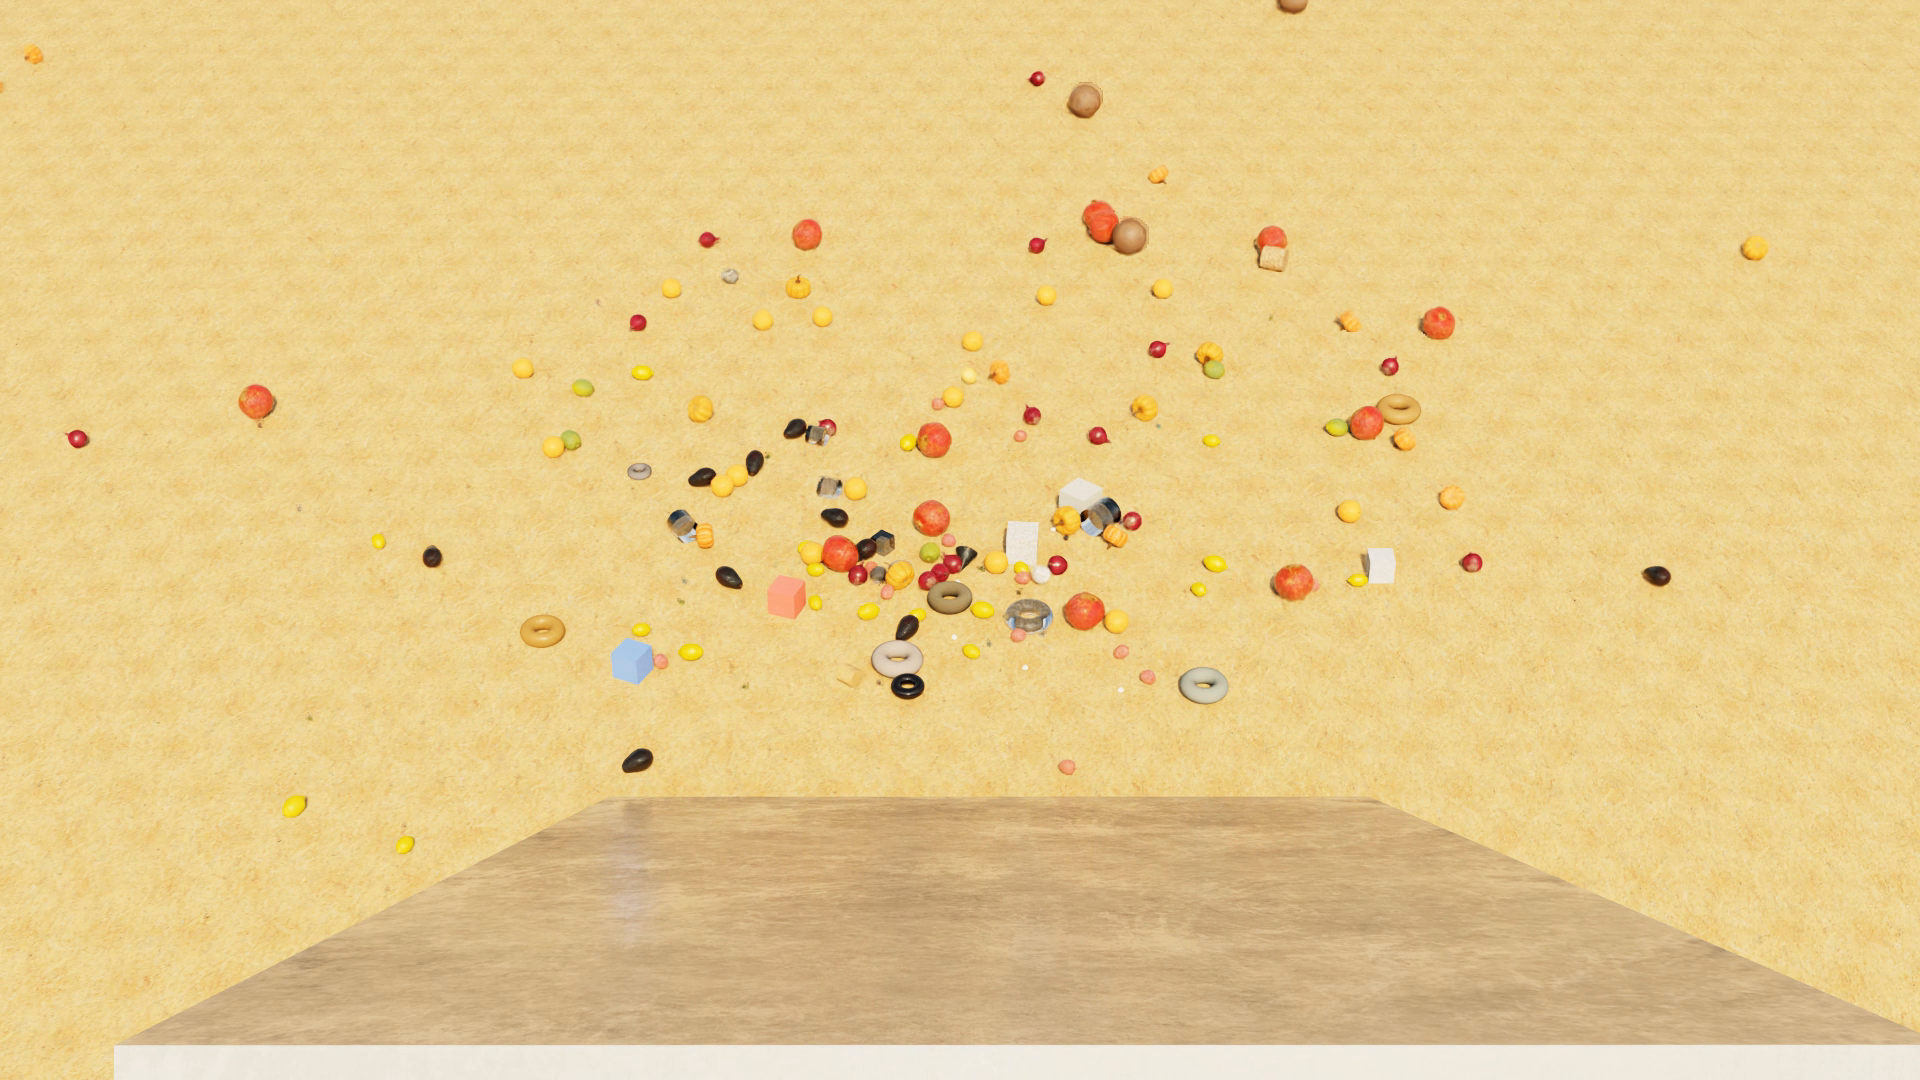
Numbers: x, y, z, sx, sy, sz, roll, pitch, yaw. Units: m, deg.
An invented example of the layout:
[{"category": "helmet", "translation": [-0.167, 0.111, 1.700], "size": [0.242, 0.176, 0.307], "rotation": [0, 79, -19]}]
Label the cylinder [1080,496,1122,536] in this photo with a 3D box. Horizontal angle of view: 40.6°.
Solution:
[{"category": "cylinder", "translation": [0.430, -0.071, 7.960], "size": [0.093, 0.093, 0.093], "rotation": [25, 42, 32]}]

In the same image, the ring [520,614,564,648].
[{"category": "ring", "translation": [-1.210, 0.263, 7.524], "size": [0.130, 0.043, 0.130], "rotation": [1, 36, 0]}]

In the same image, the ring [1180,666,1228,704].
[{"category": "ring", "translation": [0.687, 0.409, 7.312], "size": [0.139, 0.046, 0.139], "rotation": [1, 36, 0]}]

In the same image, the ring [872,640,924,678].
[{"category": "ring", "translation": [-0.179, 0.340, 7.408], "size": [0.150, 0.050, 0.150], "rotation": [1, 34, -1]}]

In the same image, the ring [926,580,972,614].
[{"category": "ring", "translation": [-0.030, 0.170, 7.656], "size": [0.135, 0.045, 0.135], "rotation": [-1, 36, 0]}]

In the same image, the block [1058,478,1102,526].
[{"category": "block", "translation": [0.373, -0.118, 8.023], "size": [0.095, 0.095, 0.095], "rotation": [25, 42, 32]}]

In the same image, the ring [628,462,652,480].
[{"category": "ring", "translation": [-1.015, -0.217, 8.227], "size": [0.078, 0.026, 0.078], "rotation": [-1, 36, 1]}]

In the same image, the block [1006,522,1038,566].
[{"category": "block", "translation": [0.189, 0.009, 7.844], "size": [0.093, 0.093, 0.093], "rotation": [3, 35, 4]}]

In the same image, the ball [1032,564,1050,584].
[{"category": "ball", "translation": [0.241, 0.102, 7.742], "size": [0.057, 0.057, 0.057], "rotation": [0, 35, 0]}]

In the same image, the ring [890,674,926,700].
[{"category": "ring", "translation": [-0.147, 0.412, 7.319], "size": [0.098, 0.033, 0.098], "rotation": [0, 38, 0]}]

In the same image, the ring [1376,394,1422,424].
[{"category": "ring", "translation": [1.437, -0.428, 8.510], "size": [0.146, 0.049, 0.146], "rotation": [0, 36, 0]}]

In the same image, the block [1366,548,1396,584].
[{"category": "block", "translation": [1.257, 0.077, 7.762], "size": [0.075, 0.075, 0.075], "rotation": [0, 35, 0]}]

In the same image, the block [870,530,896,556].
[{"category": "block", "translation": [-0.234, 0.010, 7.878], "size": [0.052, 0.052, 0.052], "rotation": [24, 41, 30]}]

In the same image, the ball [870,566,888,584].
[{"category": "ball", "translation": [-0.241, 0.103, 7.744], "size": [0.053, 0.053, 0.053], "rotation": [0, 35, 0]}]

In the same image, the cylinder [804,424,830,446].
[{"category": "cylinder", "translation": [-0.460, -0.337, 8.369], "size": [0.060, 0.060, 0.060], "rotation": [13, 37, 18]}]

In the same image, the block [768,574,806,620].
[{"category": "block", "translation": [-0.509, 0.168, 7.624], "size": [0.085, 0.085, 0.085], "rotation": [12, 37, 17]}]

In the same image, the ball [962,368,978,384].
[{"category": "ball", "translation": [0.033, -0.547, 8.677], "size": [0.051, 0.051, 0.051], "rotation": [0, 35, 0]}]

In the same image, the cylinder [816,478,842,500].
[{"category": "cylinder", "translation": [-0.408, -0.161, 8.117], "size": [0.060, 0.060, 0.060], "rotation": [12, 37, 17]}]

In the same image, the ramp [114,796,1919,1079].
[{"category": "ramp", "translation": [0.077, 0.663, 4.830], "size": [2.000, 0.100, 4.000], "rotation": [0, -2, 0]}]

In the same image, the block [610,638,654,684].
[{"category": "block", "translation": [-0.930, 0.344, 7.371], "size": [0.084, 0.084, 0.084], "rotation": [15, 38, 21]}]

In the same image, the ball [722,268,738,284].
[{"category": "ball", "translation": [-0.814, -0.936, 9.230], "size": [0.056, 0.056, 0.056], "rotation": [0, 35, 0]}]

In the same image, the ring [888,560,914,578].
[{"category": "ring", "translation": [-0.178, 0.087, 7.792], "size": [0.075, 0.025, 0.075], "rotation": [1, 36, -1]}]

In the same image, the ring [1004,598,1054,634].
[{"category": "ring", "translation": [0.201, 0.223, 7.579], "size": [0.143, 0.048, 0.143], "rotation": [-1, 36, 1]}]

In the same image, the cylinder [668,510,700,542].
[{"category": "cylinder", "translation": [-0.845, -0.043, 7.933], "size": [0.076, 0.076, 0.076], "rotation": [-18, 39, -24]}]

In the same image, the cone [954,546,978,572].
[{"category": "cone", "translation": [0.011, 0.066, 7.817], "size": [0.071, 0.071, 0.071], "rotation": [9, 65, 12]}]
